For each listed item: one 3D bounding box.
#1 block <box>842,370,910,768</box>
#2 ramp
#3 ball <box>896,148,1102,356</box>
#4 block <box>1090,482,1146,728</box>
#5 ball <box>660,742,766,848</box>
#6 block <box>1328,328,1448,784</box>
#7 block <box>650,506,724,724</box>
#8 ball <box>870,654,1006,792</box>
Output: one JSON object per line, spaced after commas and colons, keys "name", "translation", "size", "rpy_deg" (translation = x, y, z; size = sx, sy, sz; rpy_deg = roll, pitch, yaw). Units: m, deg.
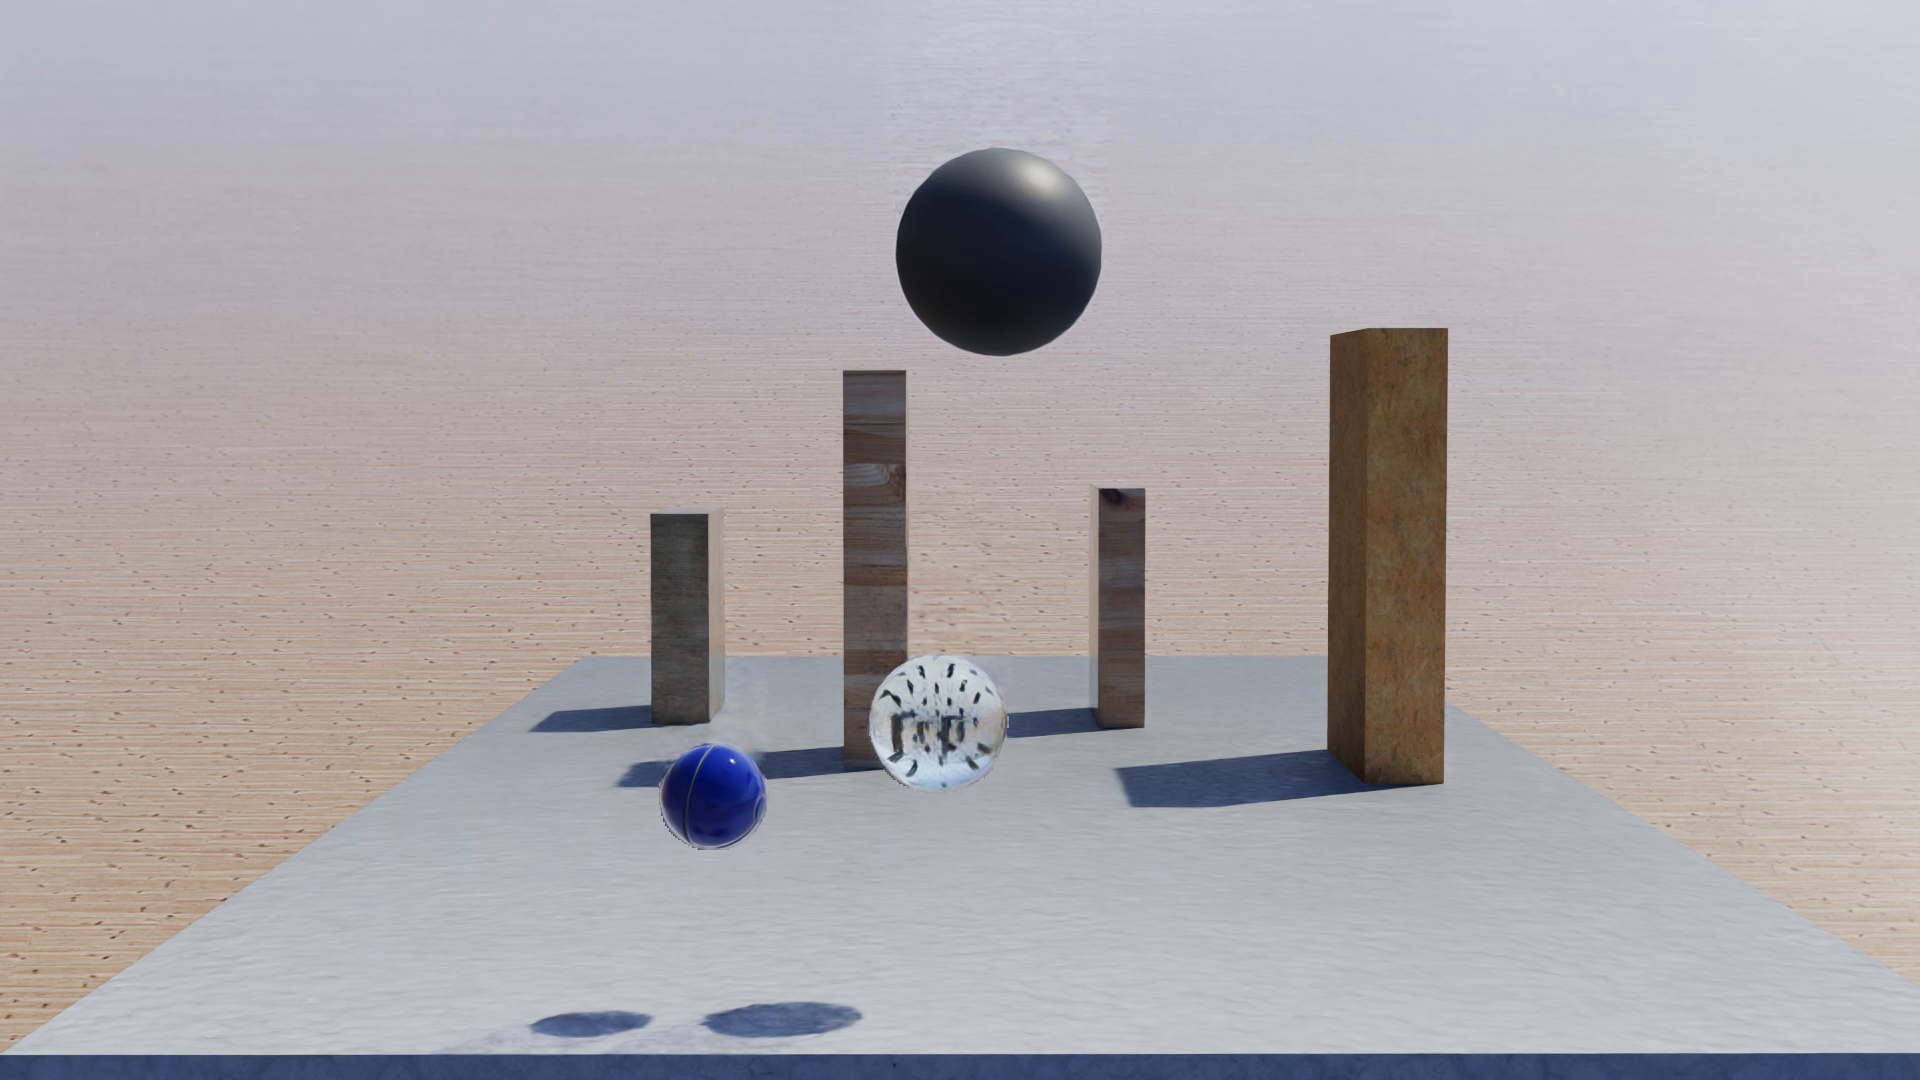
{"name": "block", "translation": [-0.150, 0.045, 4.656], "size": [0.110, 0.699, 0.296], "rpy_deg": [0, 3, 0]}
{"name": "ramp", "translation": [0.050, 0.451, 4.532], "size": [2.000, 0.100, 4.000], "rpy_deg": [0, 3, 0]}
{"name": "ball", "translation": [0.036, -0.269, 2.408], "size": [0.194, 0.194, 0.194], "rpy_deg": [0, 21, 0]}
{"name": "block", "translation": [0.319, 0.126, 5.246], "size": [0.092, 0.474, 0.343], "rpy_deg": [0, 3, 0]}
{"name": "ball", "translation": [-0.261, 0.271, 2.719], "size": [0.111, 0.111, 0.111], "rpy_deg": [0, 21, 0]}
{"name": "block", "translation": [0.748, 0.017, 4.530], "size": [0.134, 0.766, 0.438], "rpy_deg": [0, 3, 0]}
{"name": "block", "translation": [-0.561, 0.149, 5.319], "size": [0.116, 0.421, 0.344], "rpy_deg": [0, 3, 0]}
{"name": "ball", "translation": [-0.024, 0.196, 2.758], "size": [0.147, 0.147, 0.147], "rpy_deg": [0, 21, 0]}
